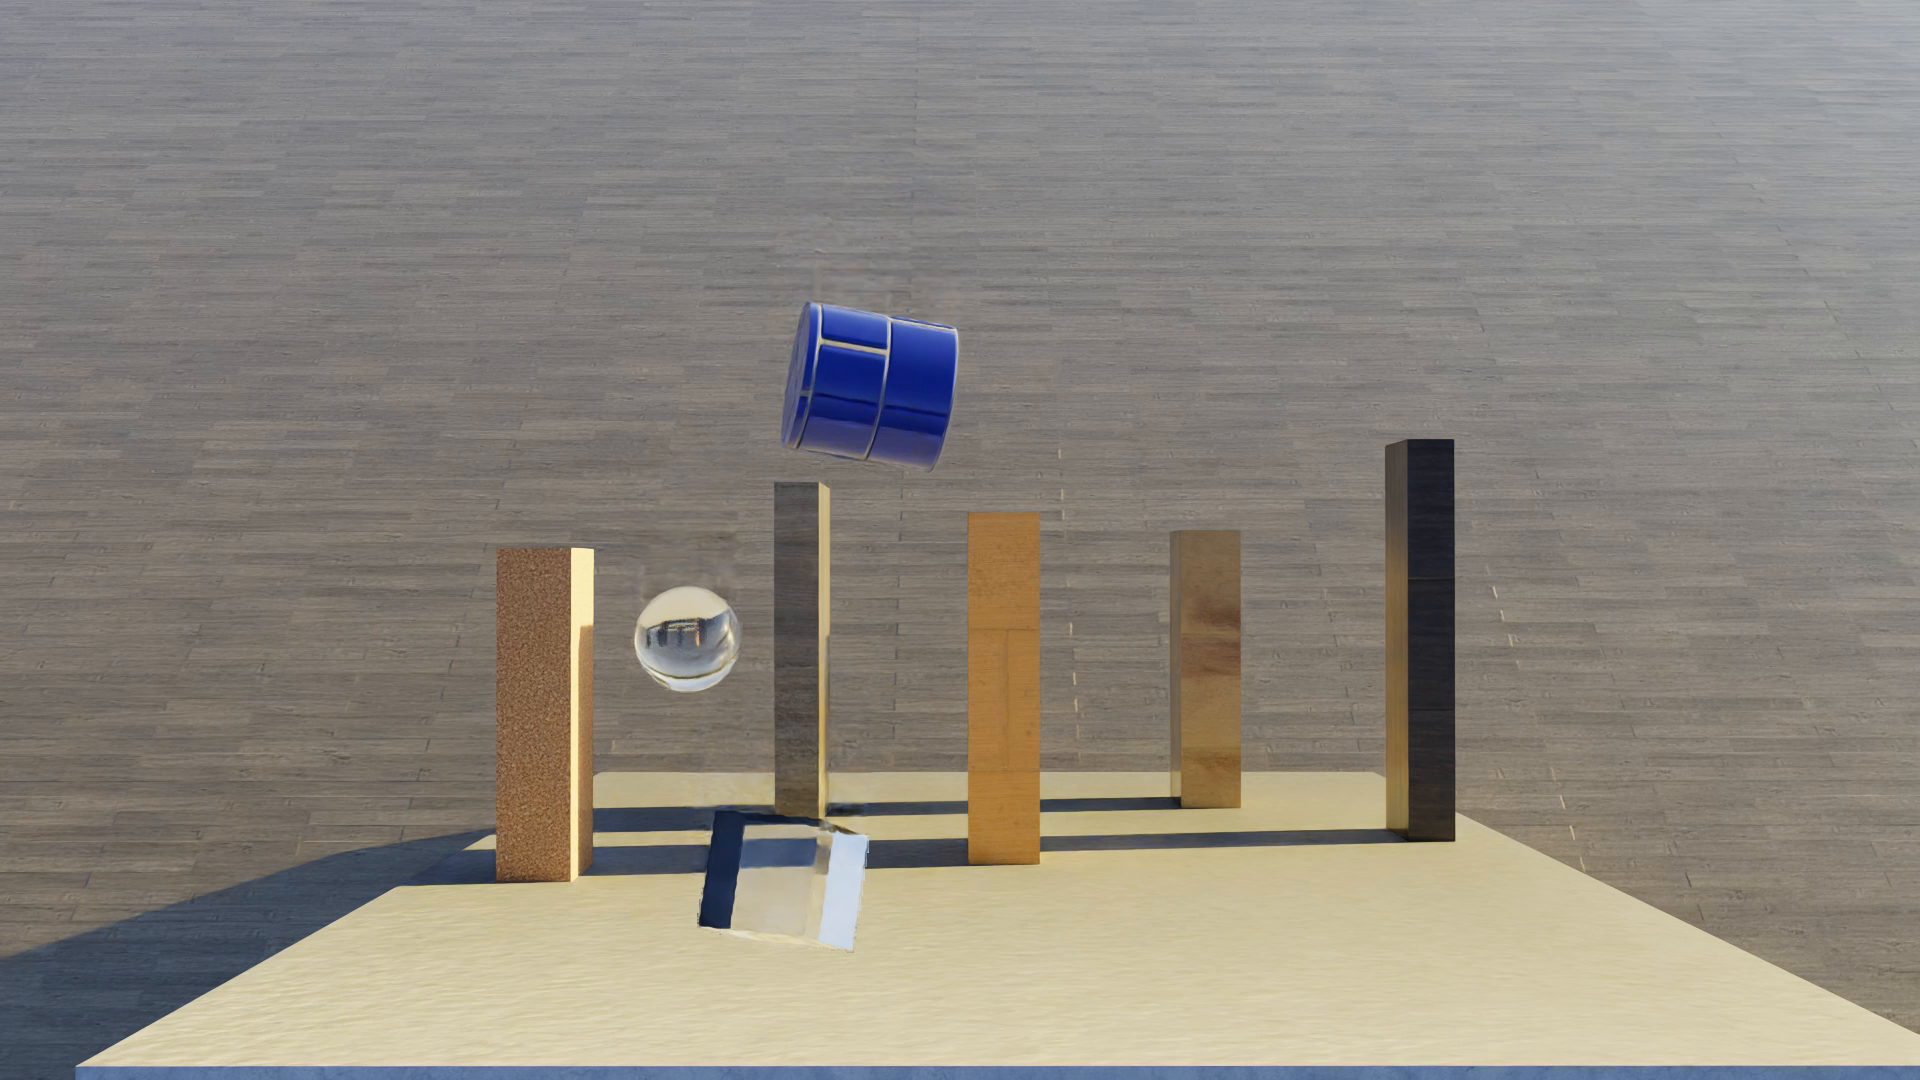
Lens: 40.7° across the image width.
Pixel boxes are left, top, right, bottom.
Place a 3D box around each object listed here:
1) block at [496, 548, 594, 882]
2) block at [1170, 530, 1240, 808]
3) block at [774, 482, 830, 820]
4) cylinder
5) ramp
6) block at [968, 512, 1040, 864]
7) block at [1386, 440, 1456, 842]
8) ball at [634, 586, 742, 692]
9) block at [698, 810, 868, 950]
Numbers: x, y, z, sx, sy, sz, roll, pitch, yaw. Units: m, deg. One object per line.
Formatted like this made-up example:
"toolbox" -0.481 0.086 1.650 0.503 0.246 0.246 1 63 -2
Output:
"block" -0.714 0.294 4.469 0.125 0.559 0.260 0 -1 0
"block" 0.551 0.285 5.836 0.131 0.610 0.295 0 -1 0
"block" -0.332 0.235 5.475 0.091 0.701 0.441 0 -1 0
"cylinder" -0.110 -0.185 3.123 0.179 0.179 0.179 9 31 -10
"ramp" 0.071 0.626 4.718 2.000 0.100 4.000 0 -1 0
"block" 0.078 0.265 4.774 0.126 0.623 0.361 0 -1 0
"block" 0.906 0.194 5.113 0.091 0.774 0.261 0 -1 0
"ball" -0.301 0.109 2.872 0.118 0.118 0.118 0 32 0
"block" -0.177 0.343 2.613 0.117 0.117 0.117 2 -14 23
